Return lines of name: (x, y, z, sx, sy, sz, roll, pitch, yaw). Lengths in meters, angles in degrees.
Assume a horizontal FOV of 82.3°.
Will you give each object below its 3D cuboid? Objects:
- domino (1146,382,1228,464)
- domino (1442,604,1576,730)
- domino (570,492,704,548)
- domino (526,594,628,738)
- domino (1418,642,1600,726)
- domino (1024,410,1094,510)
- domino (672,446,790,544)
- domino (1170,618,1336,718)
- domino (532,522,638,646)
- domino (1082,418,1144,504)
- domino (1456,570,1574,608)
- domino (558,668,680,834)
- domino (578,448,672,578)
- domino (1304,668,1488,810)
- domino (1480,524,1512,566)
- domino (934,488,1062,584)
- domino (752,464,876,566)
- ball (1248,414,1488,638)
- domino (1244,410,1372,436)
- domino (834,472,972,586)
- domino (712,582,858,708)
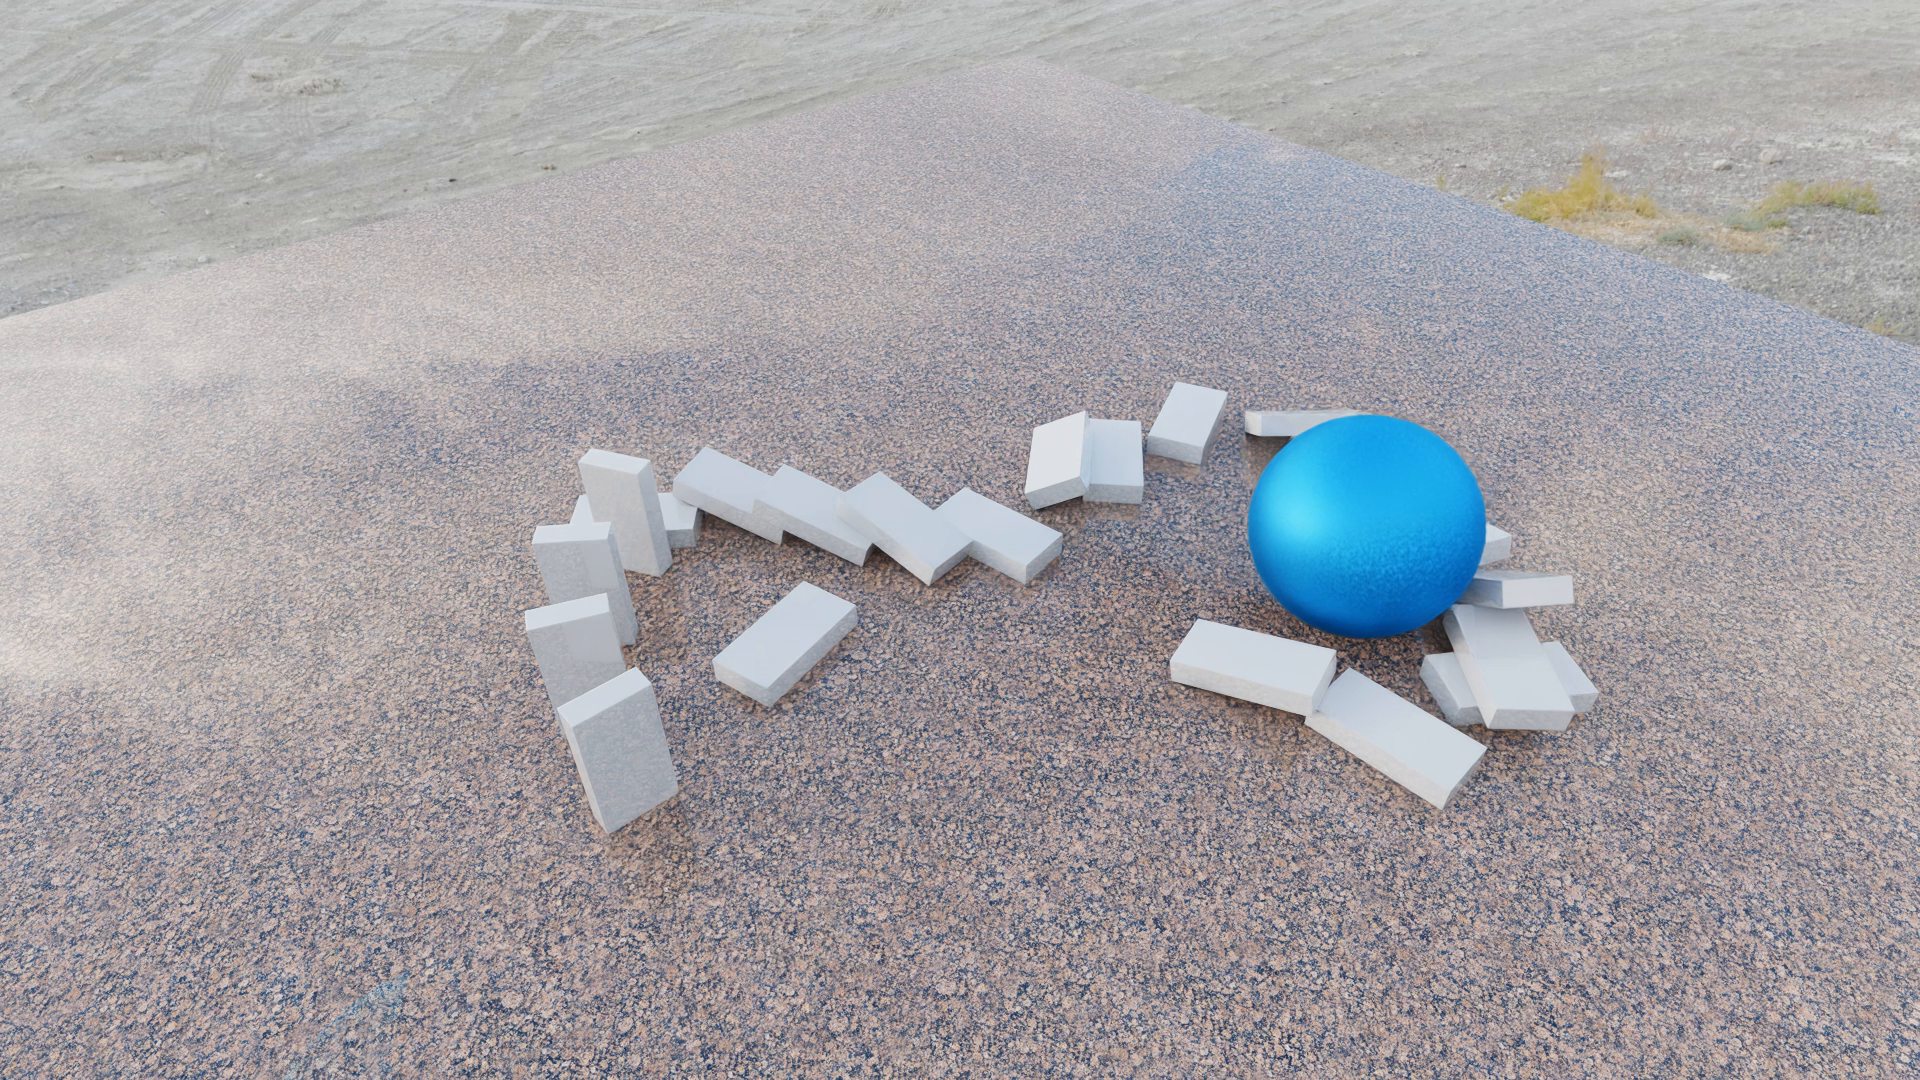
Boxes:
domino: (0.106, -0.055, 0.510, 0.025, 0.010, 0.050, 15, 42, 18)
domino: (0.187, 0.043, 0.376, 0.025, 0.010, 0.050, 1, 39, 2)
domino: (-0.133, -0.008, 0.453, 0.050, 0.010, 0.025, -2, 39, -2)
domino: (-0.123, 0.042, 0.361, 0.025, 0.050, 0.009, -13, 41, -15)
domino: (0.190, 0.050, 0.383, 0.050, 0.010, 0.025, -5, 40, -6)
domino: (0.044, -0.035, 0.478, 0.025, 0.010, 0.050, -17, 34, 22)
domino: (-0.090, -0.019, 0.457, 0.050, 0.010, 0.025, 24, 43, 6)
domino: (0.102, 0.044, 0.382, 0.050, 0.010, 0.025, 12, 39, 32)
domino: (-0.132, 0.017, 0.391, 0.025, 0.050, 0.010, -4, 39, -4)
domino: (0.068, -0.035, 0.487, 0.025, 0.009, 0.050, 4, 39, 5)
domino: (0.195, 0.017, 0.400, 0.025, 0.010, 0.050, -4, 1, -5)
domino: (-0.102, 0.064, 0.333, 0.025, 0.050, 0.009, -29, 47, -31)
domino: (-0.128, -0.010, 0.424, 0.025, 0.050, 0.010, 12, 41, 14)
domino: (0.144, 0.065, 0.364, 0.025, 0.010, 0.050, -31, 49, -33)
domino: (0.191, -0.004, 0.440, 0.025, 0.010, 0.050, -14, 28, -17)
domino: (0.014, -0.002, 0.446, 0.050, 0.010, 0.025, 27, 46, 29)
domino: (-0.056, -0.010, 0.446, 0.050, 0.010, 0.025, 25, 43, 6)
ball: (0.145, -0.005, 0.394, 0.080, 0.080, 0.080, 0, 39, 0)
domino: (0.158, -0.053, 0.500, 0.050, 0.010, 0.025, -1, 10, -1)
domino: (-0.023, -0.005, 0.439, 0.050, 0.009, 0.025, 37, 46, 18)
domino: (-0.063, 0.037, 0.399, 0.025, 0.010, 0.050, 23, 44, 25)
